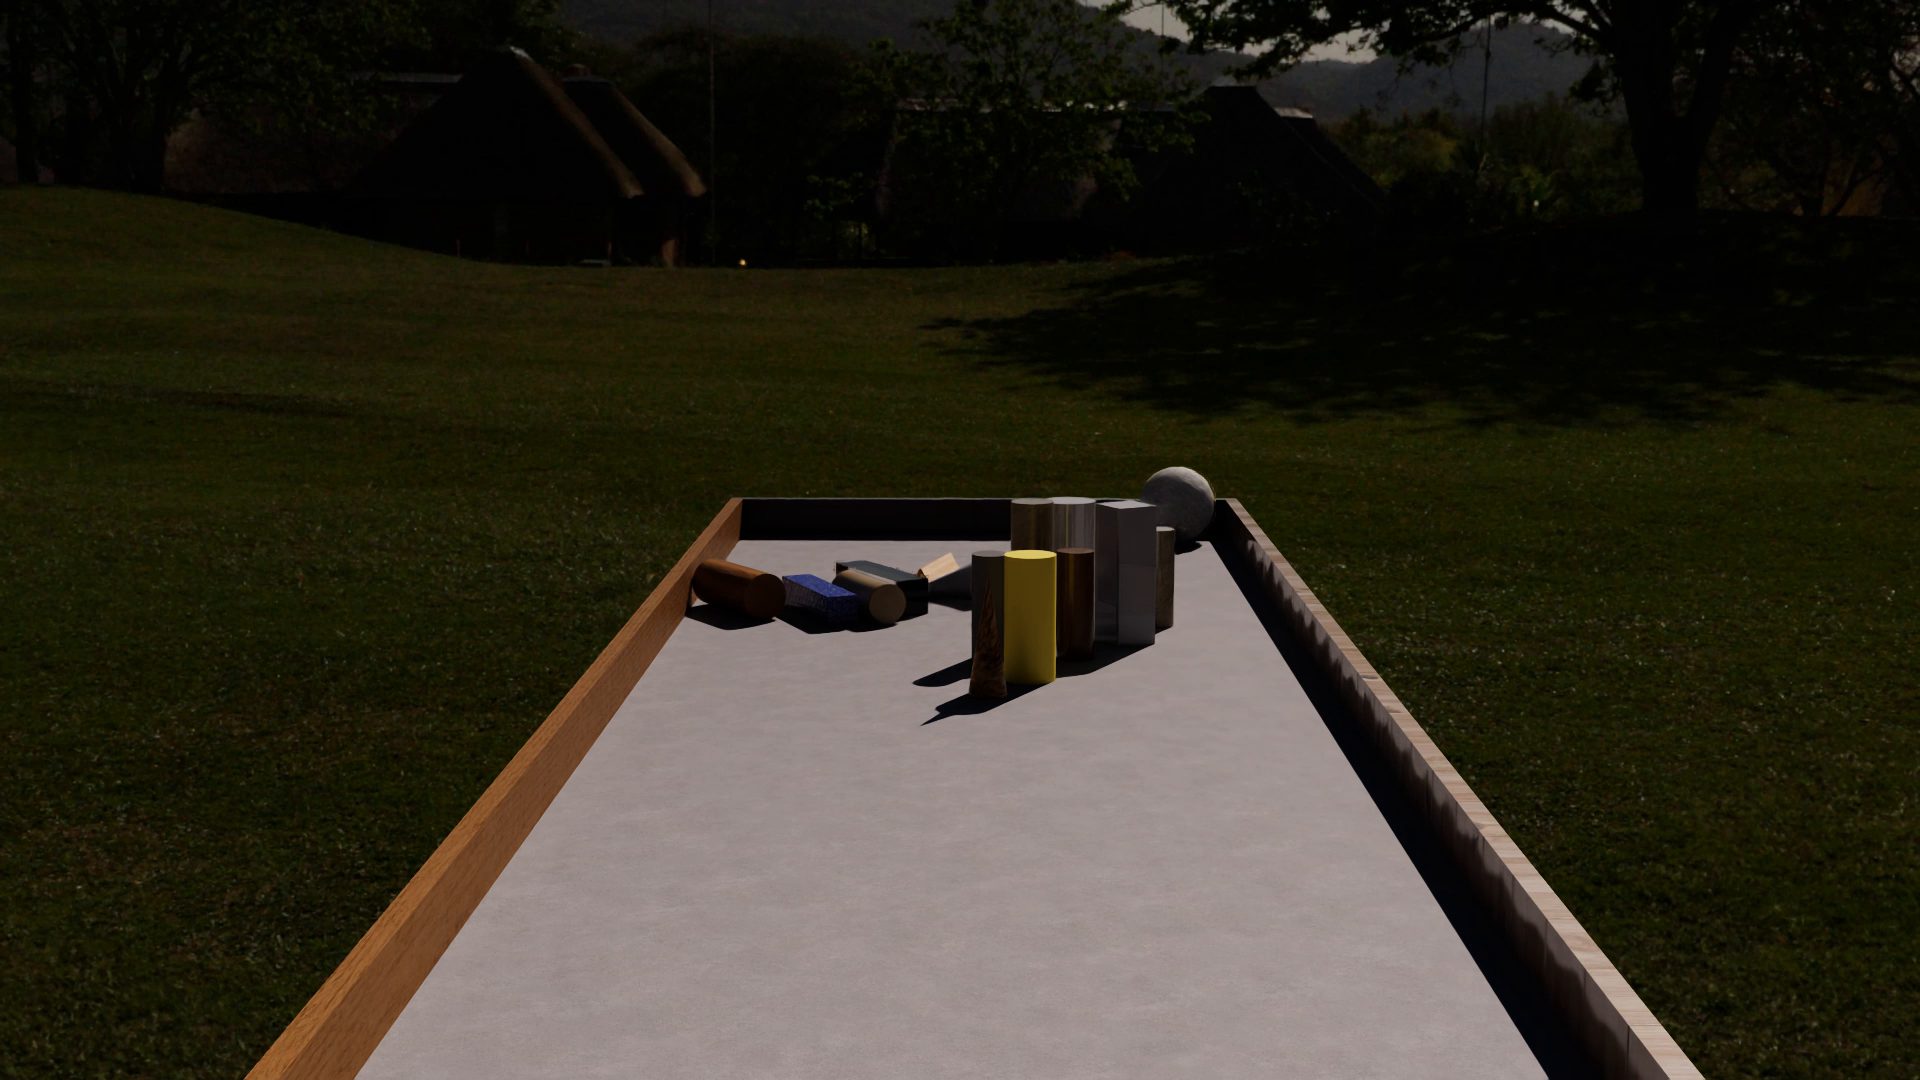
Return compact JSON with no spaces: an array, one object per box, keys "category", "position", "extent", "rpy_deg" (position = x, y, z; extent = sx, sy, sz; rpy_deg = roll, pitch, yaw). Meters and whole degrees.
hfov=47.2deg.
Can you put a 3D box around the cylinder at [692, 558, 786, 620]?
[{"category":"cylinder","position":[-0.752,0.166,7.460],"extent":[0.158,0.158,0.371],"rpy_deg":[-6,11,-34]}]

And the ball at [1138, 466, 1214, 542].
[{"category":"ball","position":[0.881,-0.146,8.948],"extent":[0.307,0.307,0.307],"rpy_deg":[0,9,0]}]

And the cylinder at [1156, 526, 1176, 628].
[{"category":"cylinder","position":[0.652,0.122,7.211],"extent":[0.101,0.322,0.101],"rpy_deg":[0,9,0]}]

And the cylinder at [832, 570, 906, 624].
[{"category":"cylinder","position":[-0.310,0.190,7.384],"extent":[0.134,0.134,0.311],"rpy_deg":[-5,10,-27]}]

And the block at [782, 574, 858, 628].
[{"category":"block","position":[-0.475,0.203,7.399],"extent":[0.103,0.103,0.440],"rpy_deg":[-4,10,-24]}]

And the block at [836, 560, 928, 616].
[{"category":"block","position":[-0.273,0.165,7.586],"extent":[0.120,0.120,0.438],"rpy_deg":[-5,10,-31]}]

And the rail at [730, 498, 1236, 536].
[{"category":"rail","position":[0.099,-0.098,9.147],"extent":[2.100,0.150,0.050],"rpy_deg":[0,9,1]}]

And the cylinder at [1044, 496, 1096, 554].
[{"category":"cylinder","position":[0.354,0.079,7.166],"extent":[0.172,0.420,0.172],"rpy_deg":[0,9,0]}]

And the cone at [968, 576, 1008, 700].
[{"category":"cone","position":[0.079,0.265,6.192],"extent":[0.115,0.358,0.115],"rpy_deg":[0,9,0]}]

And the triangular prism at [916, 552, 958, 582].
[{"category":"triangular prism","position":[-0.089,0.113,8.029],"extent":[0.092,0.079,0.372],"rpy_deg":[3,9,16]}]

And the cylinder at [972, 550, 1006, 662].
[{"category":"cylinder","position":[0.092,0.202,6.691],"extent":[0.114,0.326,0.114],"rpy_deg":[0,9,0]}]

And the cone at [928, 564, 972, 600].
[{"category":"cone","position":[-0.045,0.164,7.718],"extent":[0.360,0.165,0.165],"rpy_deg":[-11,5,20]}]

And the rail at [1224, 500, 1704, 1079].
[{"category":"rail","position":[1.046,0.843,3.208],"extent":[0.050,0.150,12.000],"rpy_deg":[0,9,1]}]

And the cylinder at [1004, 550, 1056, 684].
[{"category":"cylinder","position":[0.204,0.224,6.409],"extent":[0.152,0.370,0.152],"rpy_deg":[0,9,0]}]

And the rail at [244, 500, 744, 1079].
[{"category":"rail","position":[-1.004,0.839,3.234],"extent":[0.050,0.150,12.000],"rpy_deg":[0,9,1]}]

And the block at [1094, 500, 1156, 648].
[{"category":"block","position":[0.521,0.106,6.934],"extent":[0.139,0.440,0.139],"rpy_deg":[-5,10,-29]}]

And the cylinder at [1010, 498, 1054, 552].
[{"category":"cylinder","position":[0.226,0.103,6.909],"extent":[0.134,0.454,0.134],"rpy_deg":[0,9,0]}]

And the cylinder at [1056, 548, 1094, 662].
[{"category":"cylinder","position":[0.352,0.197,6.706],"extent":[0.115,0.333,0.115],"rpy_deg":[0,9,0]}]
